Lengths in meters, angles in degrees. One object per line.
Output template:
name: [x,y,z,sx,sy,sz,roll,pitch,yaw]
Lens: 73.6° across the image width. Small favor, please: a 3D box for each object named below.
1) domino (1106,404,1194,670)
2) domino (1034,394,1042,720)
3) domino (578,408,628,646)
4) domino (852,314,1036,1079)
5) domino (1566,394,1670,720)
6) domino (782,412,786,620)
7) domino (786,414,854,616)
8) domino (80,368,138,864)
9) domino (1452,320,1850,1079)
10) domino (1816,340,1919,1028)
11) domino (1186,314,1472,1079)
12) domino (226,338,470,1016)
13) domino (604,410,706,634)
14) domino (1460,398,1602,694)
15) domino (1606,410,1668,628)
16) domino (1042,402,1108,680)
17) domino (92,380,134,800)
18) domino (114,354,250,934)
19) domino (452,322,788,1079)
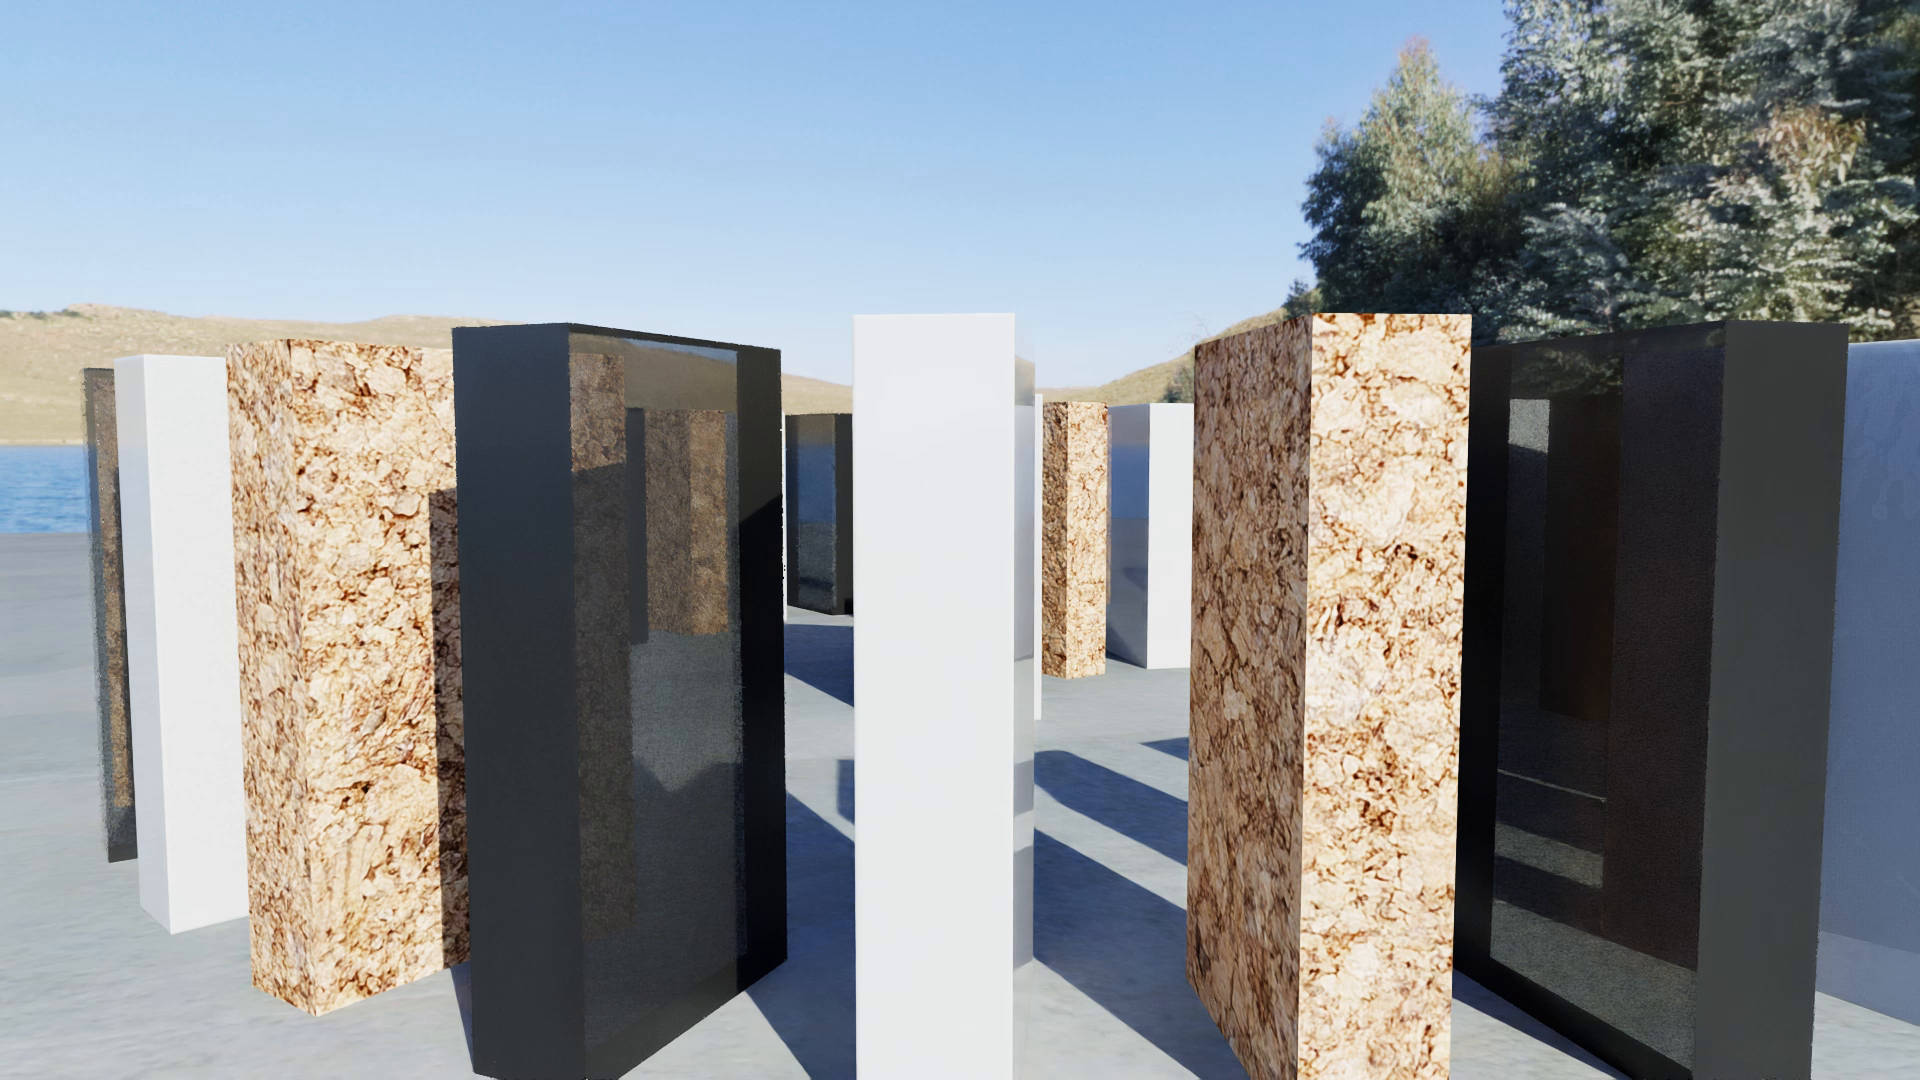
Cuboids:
domino: [0.037,-0.001,0.254,0.009,0.050,0.025,-1,4,-13]
domino: [0.000,0.002,0.201,0.025,0.050,0.009,0,4,0]
domino: [-0.085,-0.003,0.278,0.025,0.050,0.010,2,5,30]
domino: [0.000,0.011,0.089,0.009,0.050,0.025,0,4,6]
domino: [0.111,0.002,0.205,0.025,0.050,0.010,-1,5,-19]
domino: [-0.054,-0.006,0.314,0.010,0.050,0.025,-4,6,-41]
domino: [-0.035,-0.007,0.329,0.009,0.050,0.025,-3,5,-34]
domino: [-0.079,0.007,0.140,0.025,0.050,0.009,-3,5,-37]
domino: [0.048,0.011,0.093,0.009,0.050,0.025,-1,4,-15]
domino: [0.070,0.010,0.101,0.009,0.050,0.025,-2,5,-29]
domino: [0.024,0.011,0.089,0.009,0.050,0.025,0,4,-5]
domino: [-0.045,0.010,0.106,0.009,0.050,0.025,3,5,35]
domino: [-0.071,-0.005,0.297,0.025,0.050,0.009,4,6,41]
domino: [0.101,0.001,0.227,0.025,0.050,0.010,-3,5,-33]
domino: [0.165,-0.005,0.306,0.025,0.050,0.010,-4,6,-42]
domino: [0.016,-0.001,0.243,0.009,0.050,0.025,-3,5,-36]
domino: [-0.092,0.006,0.161,0.025,0.050,0.010,-2,5,-23]
domino: [-0.063,0.008,0.122,0.009,0.050,0.025,4,6,44]
domino: [-0.024,0.010,0.095,0.009,0.050,0.025,2,5,23]
